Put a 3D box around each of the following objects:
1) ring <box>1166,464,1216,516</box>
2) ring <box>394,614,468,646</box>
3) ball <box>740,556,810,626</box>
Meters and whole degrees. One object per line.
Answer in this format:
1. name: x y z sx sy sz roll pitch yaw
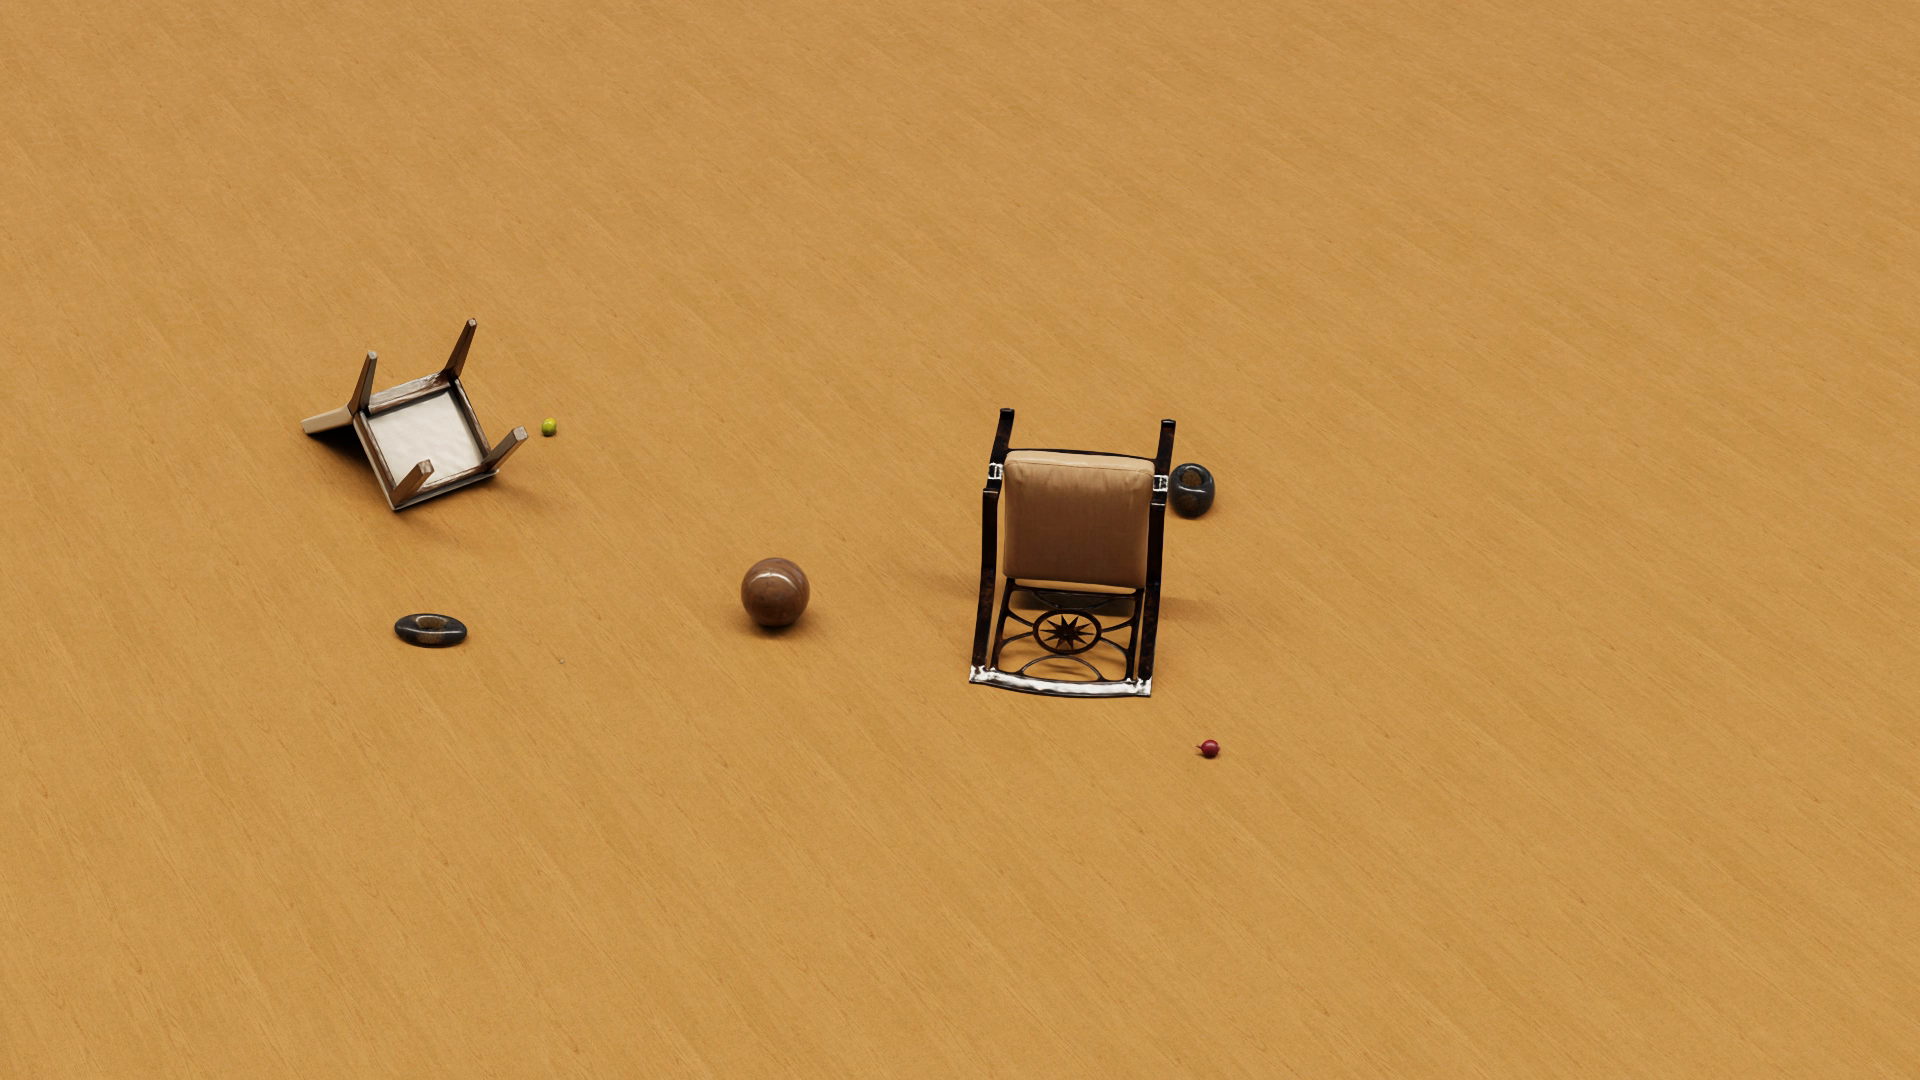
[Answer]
1. ring: 0.876 -0.191 11.120 0.186 0.127 0.244 1 35 -2
2. ring: -1.878 0.318 10.407 0.270 0.062 0.144 6 35 10
3. ball: -0.658 0.185 10.437 0.250 0.250 0.250 0 33 0
